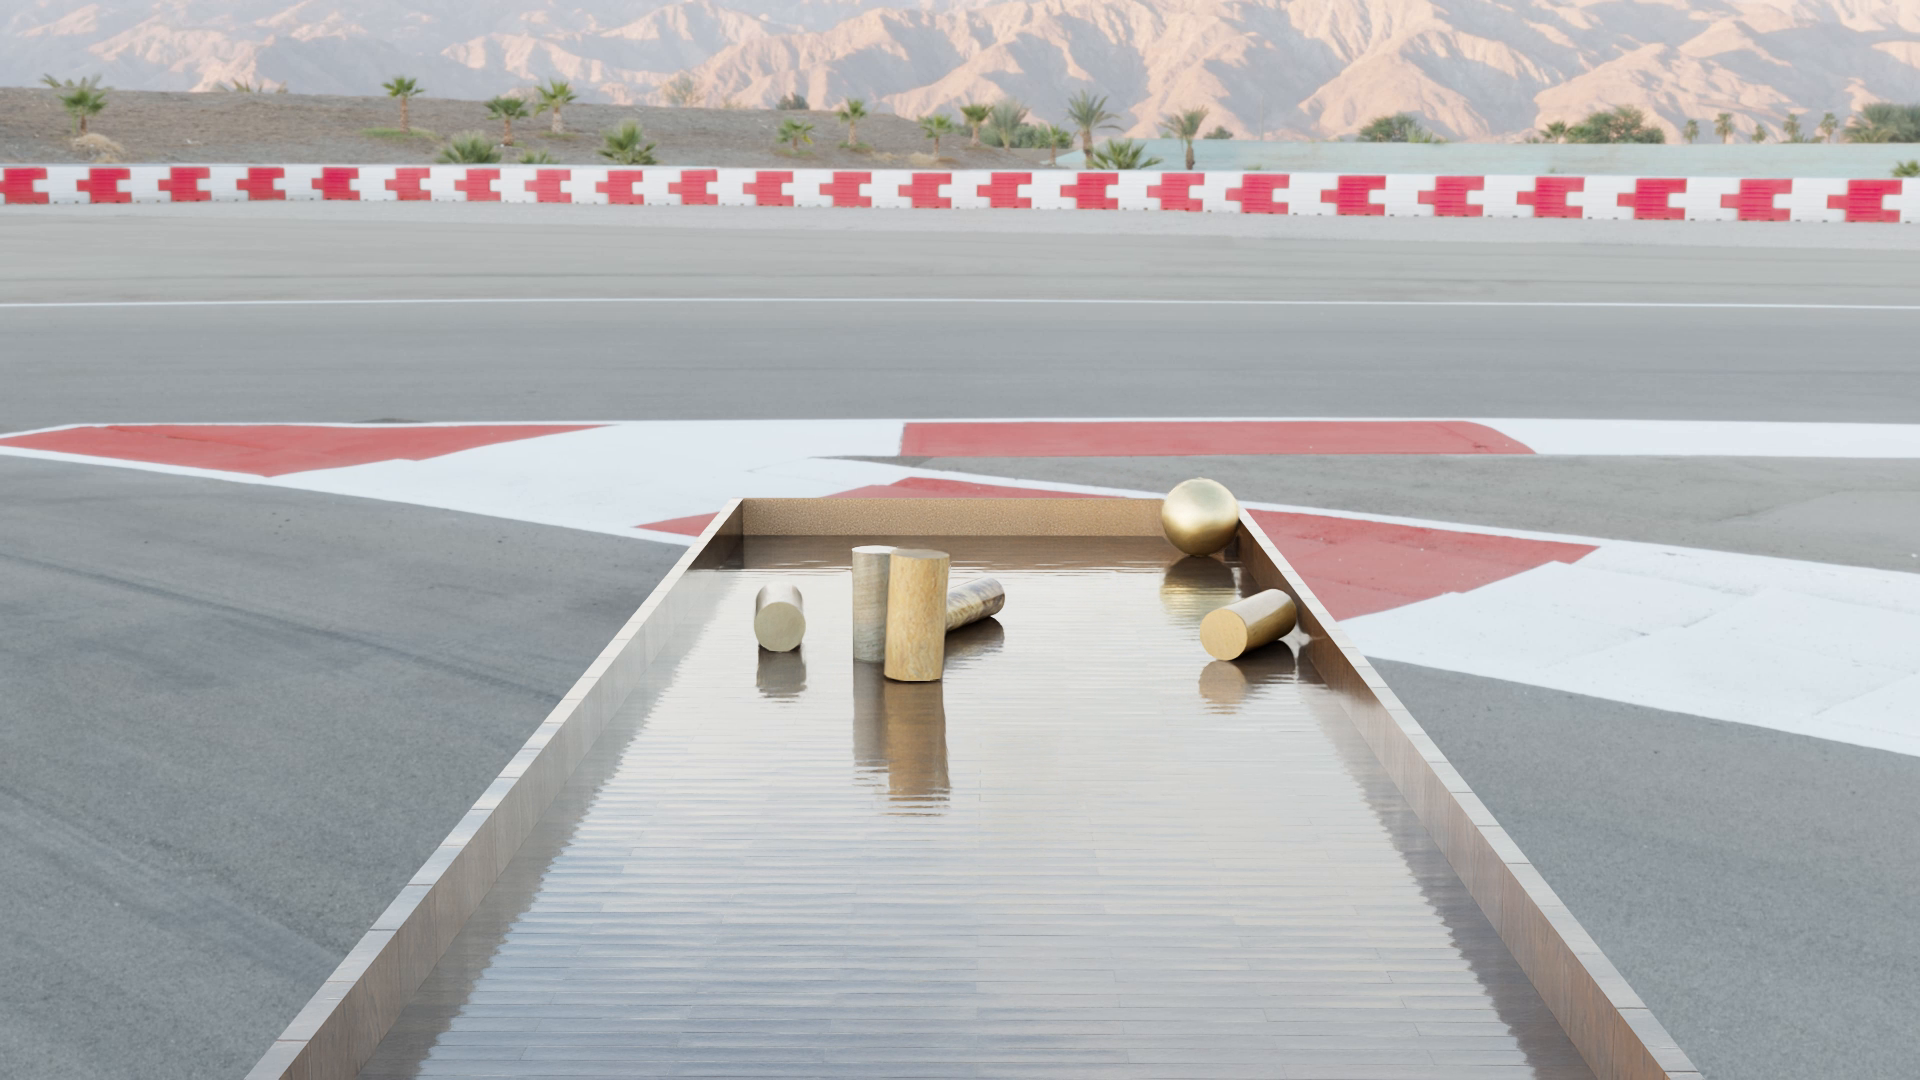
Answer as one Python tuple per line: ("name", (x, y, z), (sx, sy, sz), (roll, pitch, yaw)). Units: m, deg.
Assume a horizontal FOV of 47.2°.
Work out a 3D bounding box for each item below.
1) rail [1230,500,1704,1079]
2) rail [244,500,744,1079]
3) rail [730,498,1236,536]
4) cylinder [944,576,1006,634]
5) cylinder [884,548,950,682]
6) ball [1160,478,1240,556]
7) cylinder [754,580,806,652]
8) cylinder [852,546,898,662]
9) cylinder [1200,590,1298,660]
("rail", (1.046, 0.843, 3.208), (0.050, 0.150, 12.000), (0, 9, 1))
("rail", (-1.004, 0.839, 3.234), (0.050, 0.150, 12.000), (0, 9, 1))
("rail", (0.099, -0.098, 9.147), (2.100, 0.150, 0.050), (0, 9, 1))
("cylinder", (-0.009, 0.219, 7.202), (0.133, 0.133, 0.438), (5, 10, 27))
("cylinder", (-0.128, 0.218, 6.443), (0.173, 0.363, 0.173), (3, 9, -1))
("ball", (0.939, -0.091, 8.607), (0.305, 0.305, 0.305), (0, 9, 0))
("cylinder", (-0.572, 0.240, 6.987), (0.159, 0.159, 0.378), (-1, 9, -5))
("cylinder", (-0.258, 0.194, 6.711), (0.141, 0.336, 0.141), (0, 9, 0))
("cylinder", (0.901, 0.262, 6.852), (0.158, 0.158, 0.394), (5, 10, 30))
